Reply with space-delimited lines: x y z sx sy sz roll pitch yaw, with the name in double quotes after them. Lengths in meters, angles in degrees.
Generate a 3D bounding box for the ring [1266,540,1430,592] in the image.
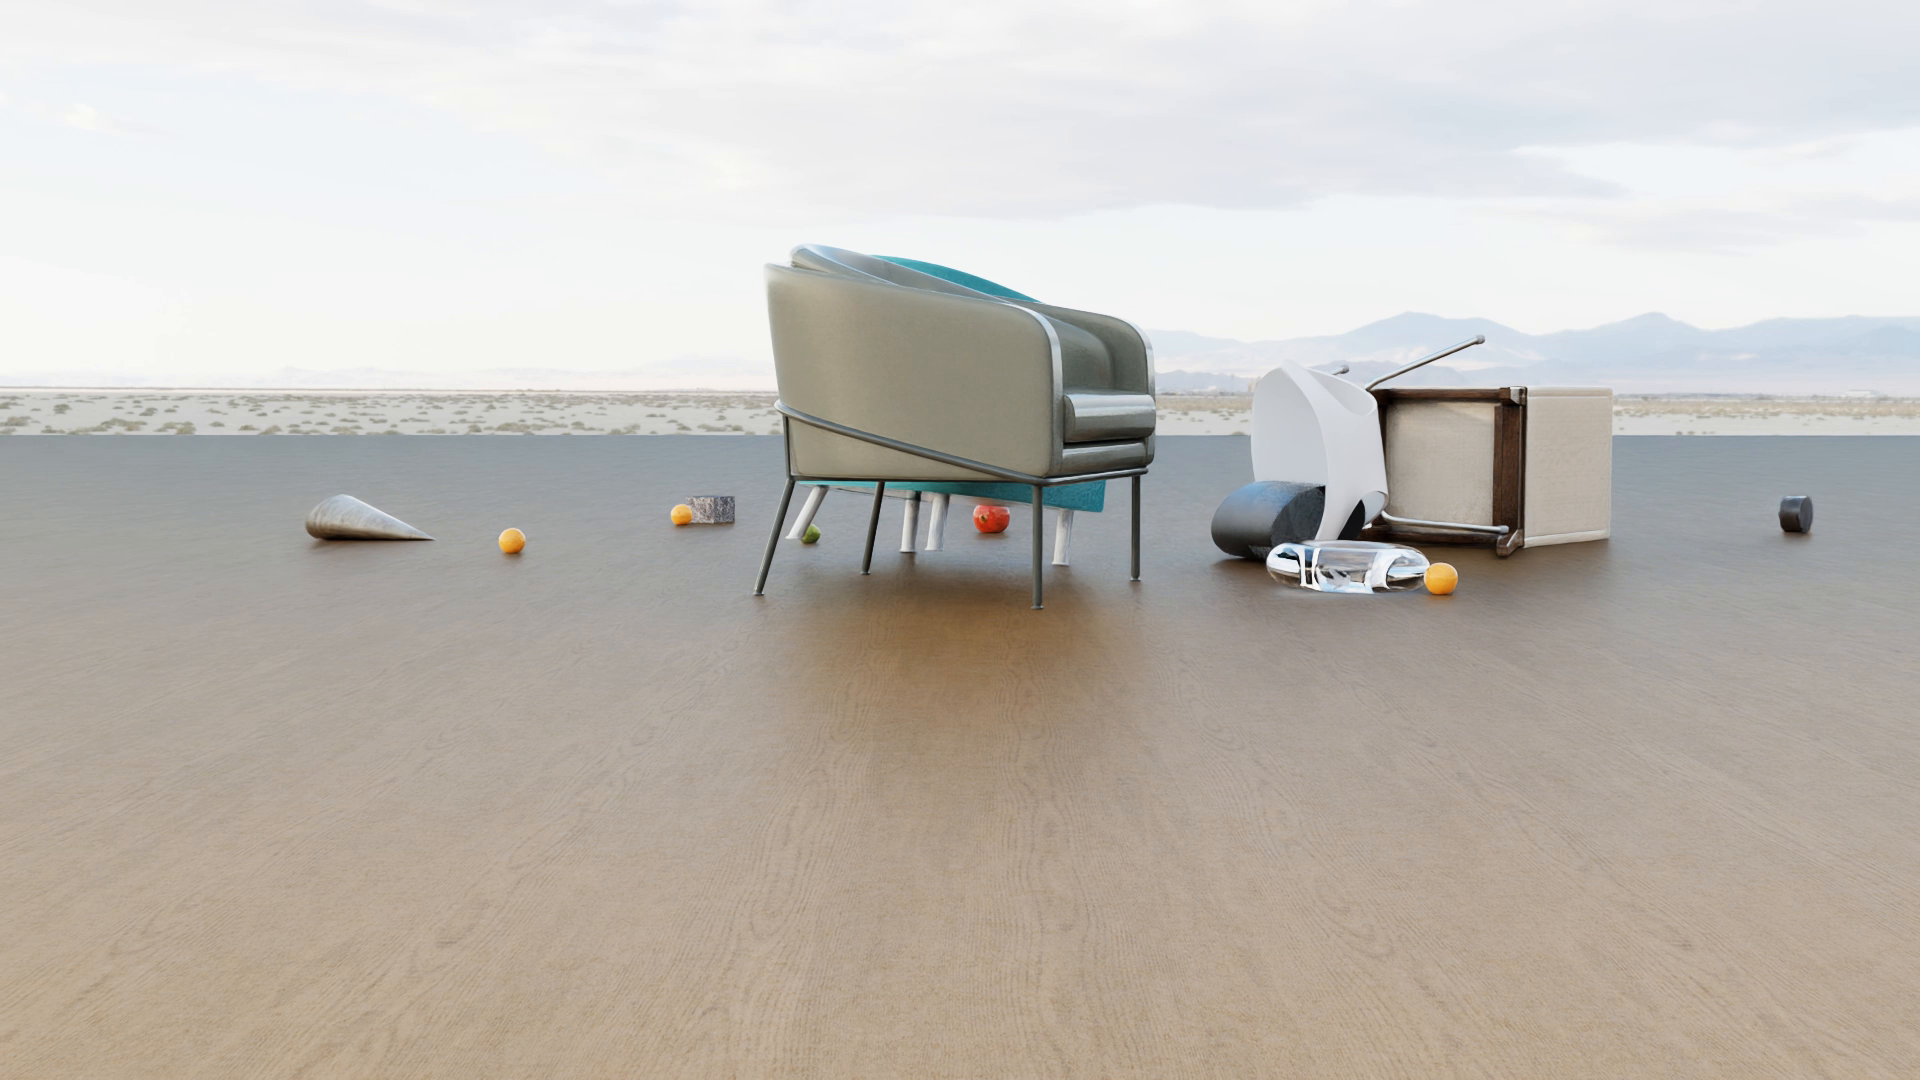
0.877 0.059 4.974 0.348 0.099 0.394 -1 5 -31 "ring"

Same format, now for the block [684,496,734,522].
-0.848 -0.105 7.457 0.118 0.085 0.124 2 4 29 "block"

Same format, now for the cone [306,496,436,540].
-1.716 -0.034 6.570 0.351 0.131 0.315 12 10 13 "cone"

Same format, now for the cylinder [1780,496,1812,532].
2.629 -0.081 6.913 0.063 0.111 0.113 3 -18 42 "cylinder"

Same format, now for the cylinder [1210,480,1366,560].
0.853 -0.048 5.738 0.289 0.191 0.308 -21 11 -20 "cylinder"
